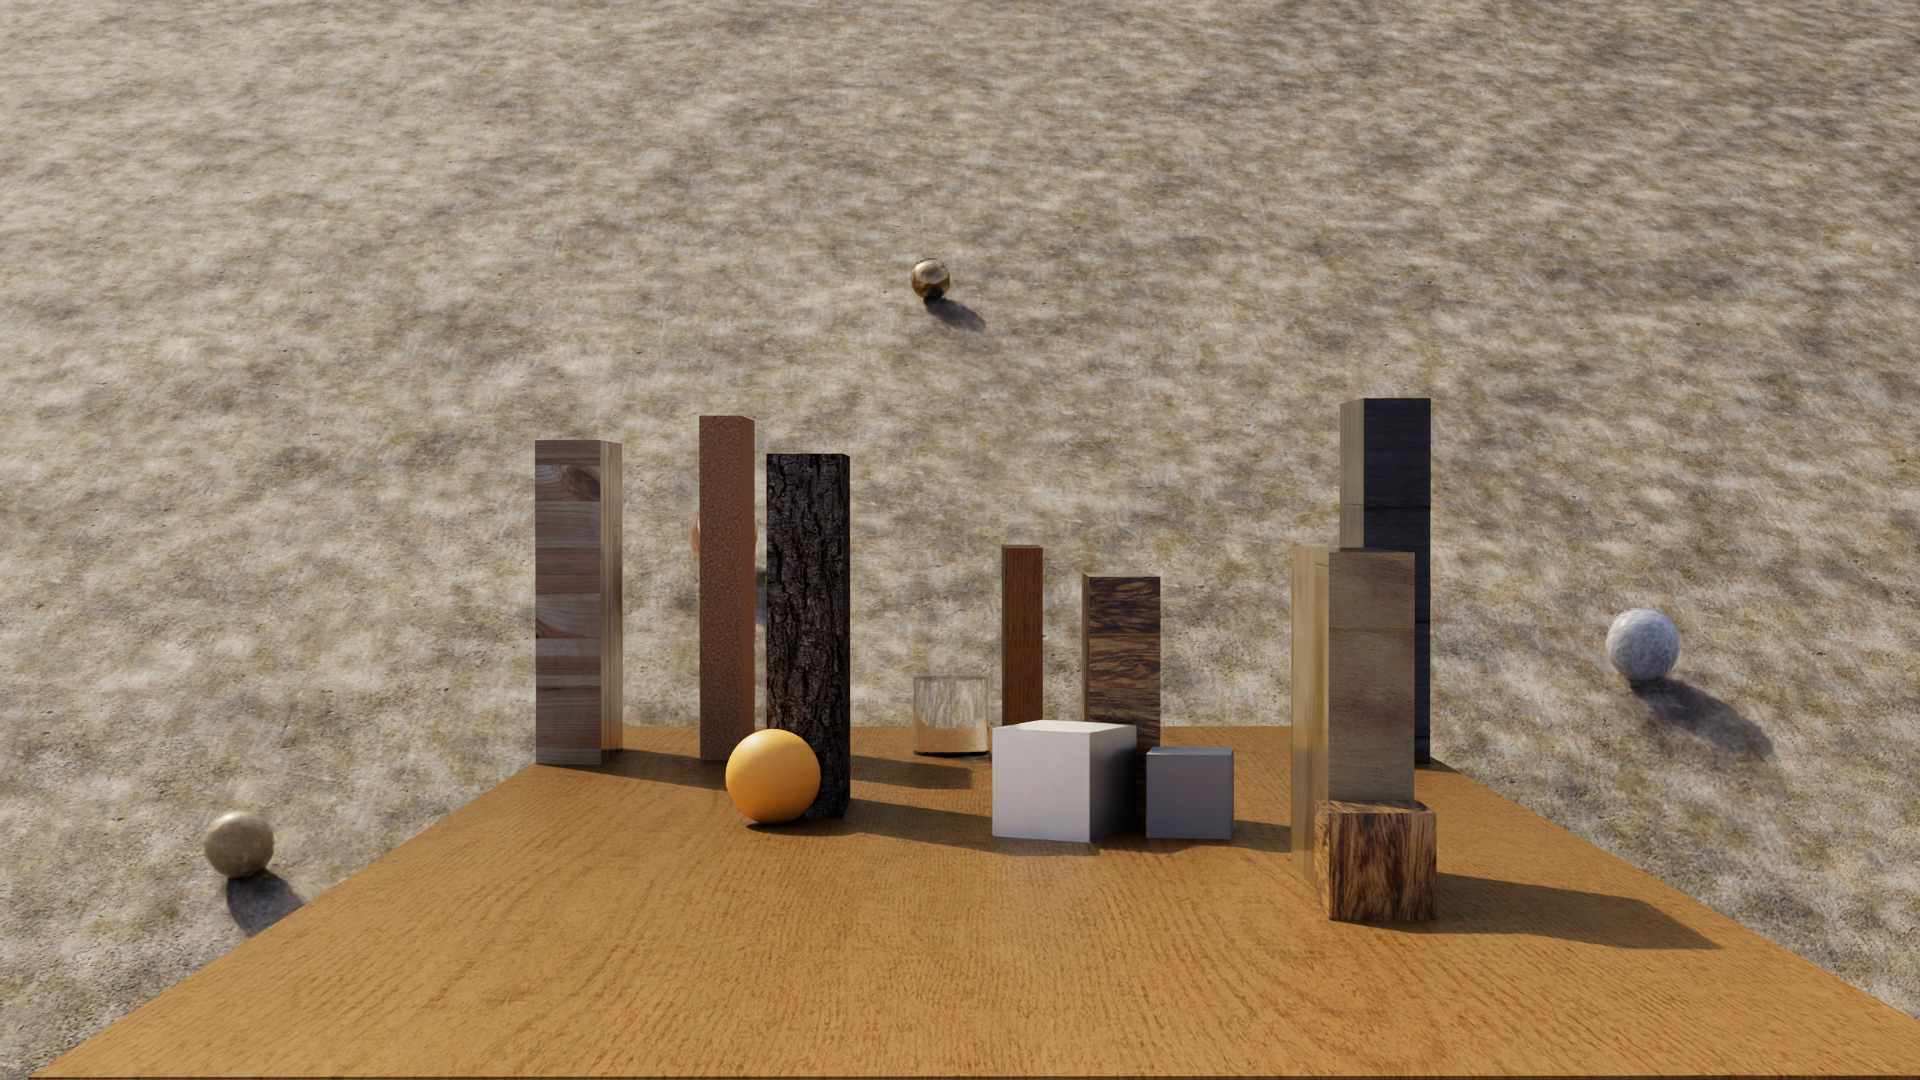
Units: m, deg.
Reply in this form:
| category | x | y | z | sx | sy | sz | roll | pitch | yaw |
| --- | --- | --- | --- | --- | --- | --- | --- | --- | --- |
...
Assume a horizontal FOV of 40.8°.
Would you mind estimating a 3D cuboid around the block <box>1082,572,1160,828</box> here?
| category | x | y | z | sx | sy | sz | roll | pitch | yaw |
| --- | --- | --- | --- | --- | --- | --- | --- | --- | --- |
| block | 0.291 | 0.284 | 4.697 | 0.125 | 0.443 | 0.276 | 0 | 1 | 0 |

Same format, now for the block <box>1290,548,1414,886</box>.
| category | x | y | z | sx | sy | sz | roll | pitch | yaw |
| --- | --- | --- | --- | --- | --- | --- | --- | --- | --- |
| block | 0.589 | 0.266 | 3.905 | 0.123 | 0.503 | 0.414 | 0 | 1 | 0 |

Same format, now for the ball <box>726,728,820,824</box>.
| category | x | y | z | sx | sy | sz | roll | pitch | yaw |
| --- | --- | --- | --- | --- | --- | --- | --- | --- | --- |
| ball | -0.333 | 0.422 | 4.609 | 0.170 | 0.170 | 0.170 | 0 | 27 | 0 |

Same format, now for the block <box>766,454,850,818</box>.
| category | x | y | z | sx | sy | sz | roll | pitch | yaw |
| --- | --- | --- | --- | --- | --- | --- | --- | --- | --- |
| block | -0.282 | 0.172 | 4.850 | 0.139 | 0.663 | 0.320 | 0 | 1 | 0 |

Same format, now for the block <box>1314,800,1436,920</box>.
| category | x | y | z | sx | sy | sz | roll | pitch | yaw |
| --- | --- | --- | --- | --- | --- | --- | --- | --- | --- |
| block | 0.582 | 0.448 | 3.626 | 0.148 | 0.148 | 0.148 | 0 | 1 | 0 |

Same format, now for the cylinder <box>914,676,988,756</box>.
| category | x | y | z | sx | sy | sz | roll | pitch | yaw |
| --- | --- | --- | --- | --- | --- | --- | --- | --- | --- |
| cylinder | -0.021 | 0.401 | 5.897 | 0.172 | 0.172 | 0.172 | 0 | 1 | 0 |

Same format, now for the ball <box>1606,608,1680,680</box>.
| category | x | y | z | sx | sy | sz | roll | pitch | yaw |
| --- | --- | --- | --- | --- | --- | --- | --- | --- | --- |
| ball | 1.839 | 0.282 | 6.951 | 0.195 | 0.195 | 0.195 | 0 | 27 | 0 |

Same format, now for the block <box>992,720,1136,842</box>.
| category | x | y | z | sx | sy | sz | roll | pitch | yaw |
| --- | --- | --- | --- | --- | --- | --- | --- | --- | --- |
| block | 0.182 | 0.416 | 4.481 | 0.186 | 0.186 | 0.186 | 0 | 1 | 29 |

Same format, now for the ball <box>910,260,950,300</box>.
| category | x | y | z | sx | sy | sz | roll | pitch | yaw |
| --- | --- | --- | --- | --- | --- | --- | --- | --- | --- |
| ball | -0.107 | -0.943 | 9.369 | 0.145 | 0.145 | 0.145 | 0 | 27 | 0 |

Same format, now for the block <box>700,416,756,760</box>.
| category | x | y | z | sx | sy | sz | roll | pitch | yaw |
| --- | --- | --- | --- | --- | --- | --- | --- | --- | --- |
| block | -0.532 | 0.104 | 5.929 | 0.093 | 0.766 | 0.387 | 0 | 1 | 0 |

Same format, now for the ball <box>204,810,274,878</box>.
| category | x | y | z | sx | sy | sz | roll | pitch | yaw |
| --- | --- | --- | --- | --- | --- | --- | --- | --- | --- |
| ball | -1.711 | 0.723 | 6.138 | 0.160 | 0.160 | 0.160 | 0 | 27 | 0 |

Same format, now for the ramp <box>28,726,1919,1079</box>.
| category | x | y | z | sx | sy | sz | roll | pitch | yaw |
| --- | --- | --- | --- | --- | --- | --- | --- | --- | --- |
| ramp | 0.062 | 0.557 | 4.595 | 2.000 | 0.100 | 4.000 | 0 | 1 | 0 |

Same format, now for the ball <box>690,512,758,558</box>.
| category | x | y | z | sx | sy | sz | roll | pitch | yaw |
| --- | --- | --- | --- | --- | --- | --- | --- | --- | --- |
| ball | -0.689 | -0.017 | 7.526 | 0.197 | 0.197 | 0.197 | 0 | 27 | 0 |

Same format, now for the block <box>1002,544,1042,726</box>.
| category | x | y | z | sx | sy | sz | roll | pitch | yaw |
| --- | --- | --- | --- | --- | --- | --- | --- | --- | --- |
| block | 0.137 | 0.252 | 5.734 | 0.080 | 0.475 | 0.432 | 0 | 1 | 0 |

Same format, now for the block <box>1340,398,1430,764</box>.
| category | x | y | z | sx | sy | sz | roll | pitch | yaw |
| --- | --- | --- | --- | --- | --- | --- | --- | --- | --- |
| block | 0.954 | 0.087 | 5.817 | 0.146 | 0.800 | 0.354 | 0 | 1 | 0 |

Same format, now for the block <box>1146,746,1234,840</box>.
| category | x | y | z | sx | sy | sz | roll | pitch | yaw |
| --- | --- | --- | --- | --- | --- | --- | --- | --- | --- |
| block | 0.400 | 0.437 | 4.480 | 0.143 | 0.143 | 0.143 | 0 | 1 | 9 |

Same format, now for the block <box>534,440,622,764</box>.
| category | x | y | z | sx | sy | sz | roll | pitch | yaw |
| --- | --- | --- | --- | --- | --- | --- | --- | --- | --- |
| block | -0.857 | 0.133 | 5.831 | 0.143 | 0.710 | 0.368 | 0 | 1 | 0 |
